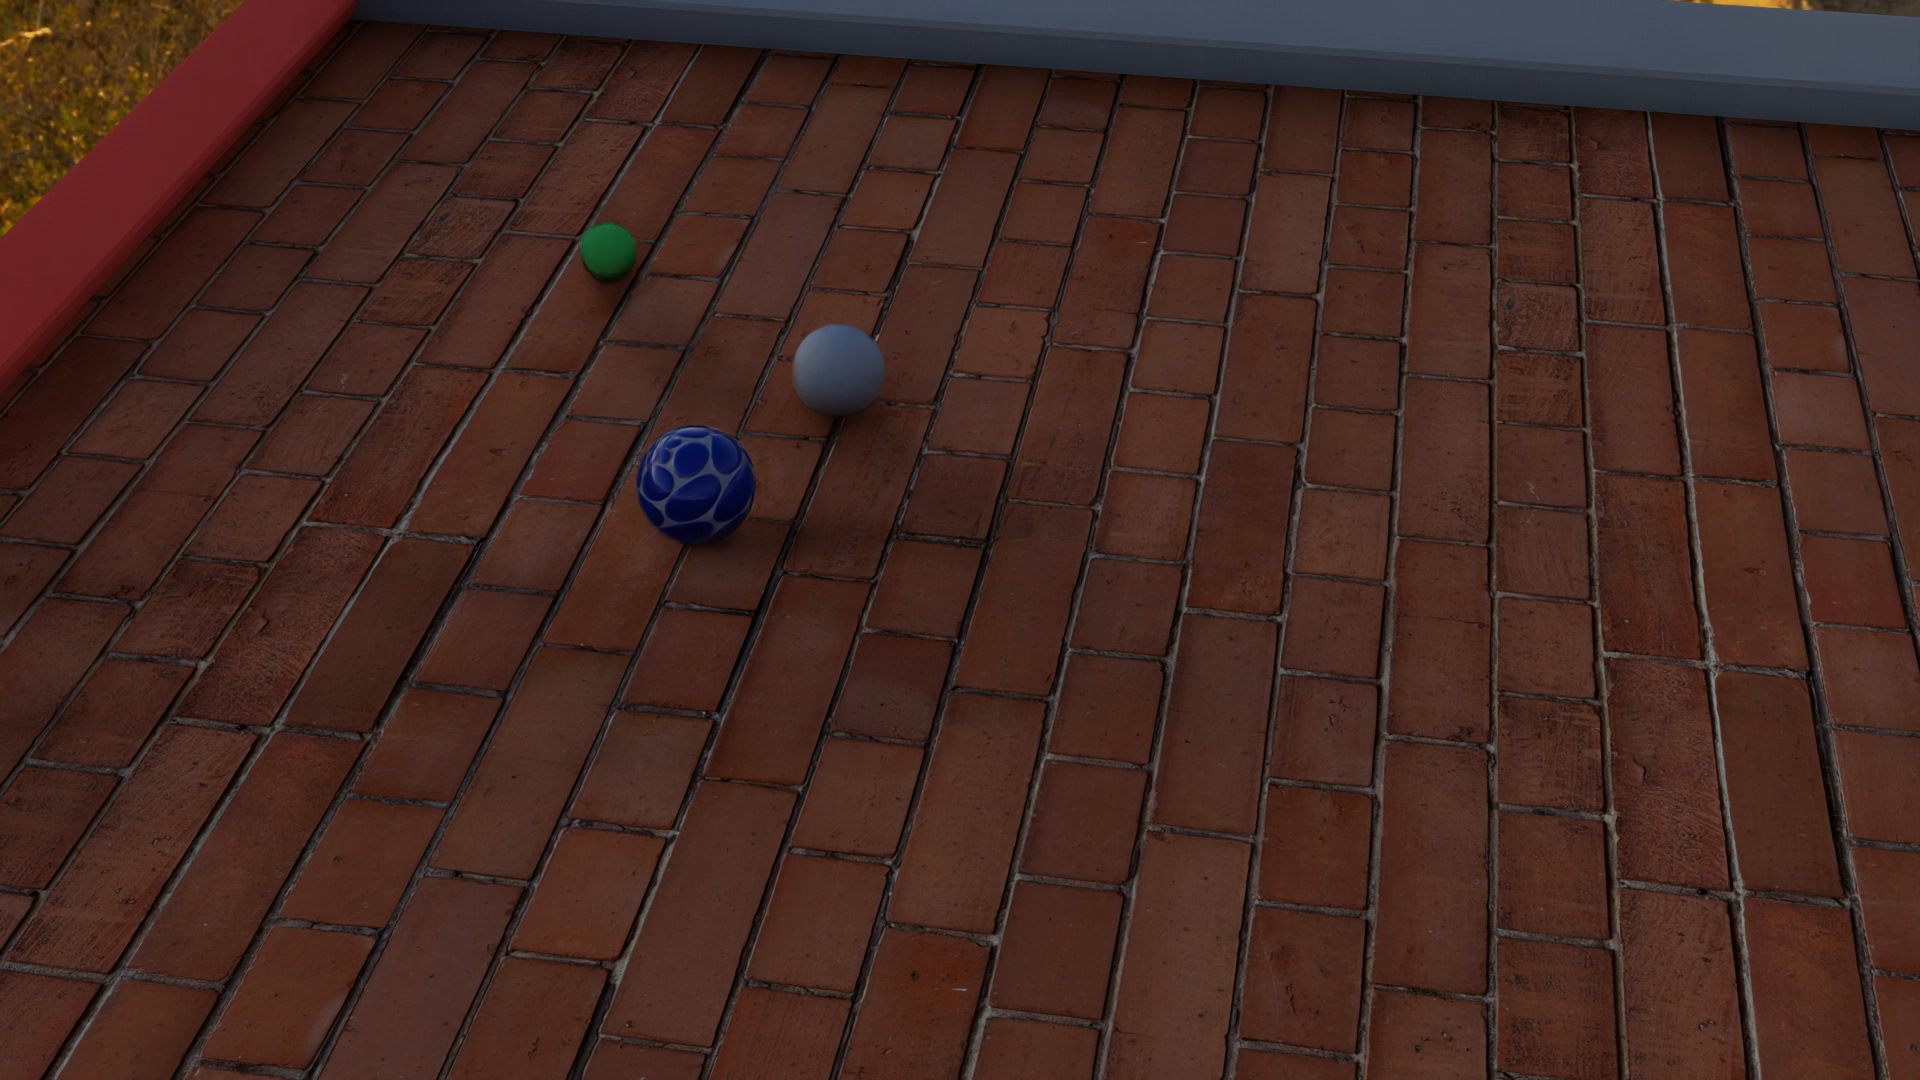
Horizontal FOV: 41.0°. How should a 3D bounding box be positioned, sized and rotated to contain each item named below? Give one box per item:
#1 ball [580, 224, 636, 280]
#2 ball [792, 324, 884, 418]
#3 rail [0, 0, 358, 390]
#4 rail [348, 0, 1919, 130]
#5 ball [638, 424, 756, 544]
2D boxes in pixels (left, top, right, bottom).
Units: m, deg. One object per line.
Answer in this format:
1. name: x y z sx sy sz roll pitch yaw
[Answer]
1. ball: -0.319 -0.261 2.331 0.051 0.051 0.051 0 34 0
2. ball: -0.101 -0.140 2.132 0.077 0.077 0.077 0 34 0
3. rail: -0.815 -0.098 2.032 0.045 0.119 1.893 6 35 8
4. rail: 0.996 -0.450 2.546 3.405 0.119 0.045 6 35 8
5. ball: -0.202 -0.043 1.977 0.091 0.091 0.091 0 34 0
